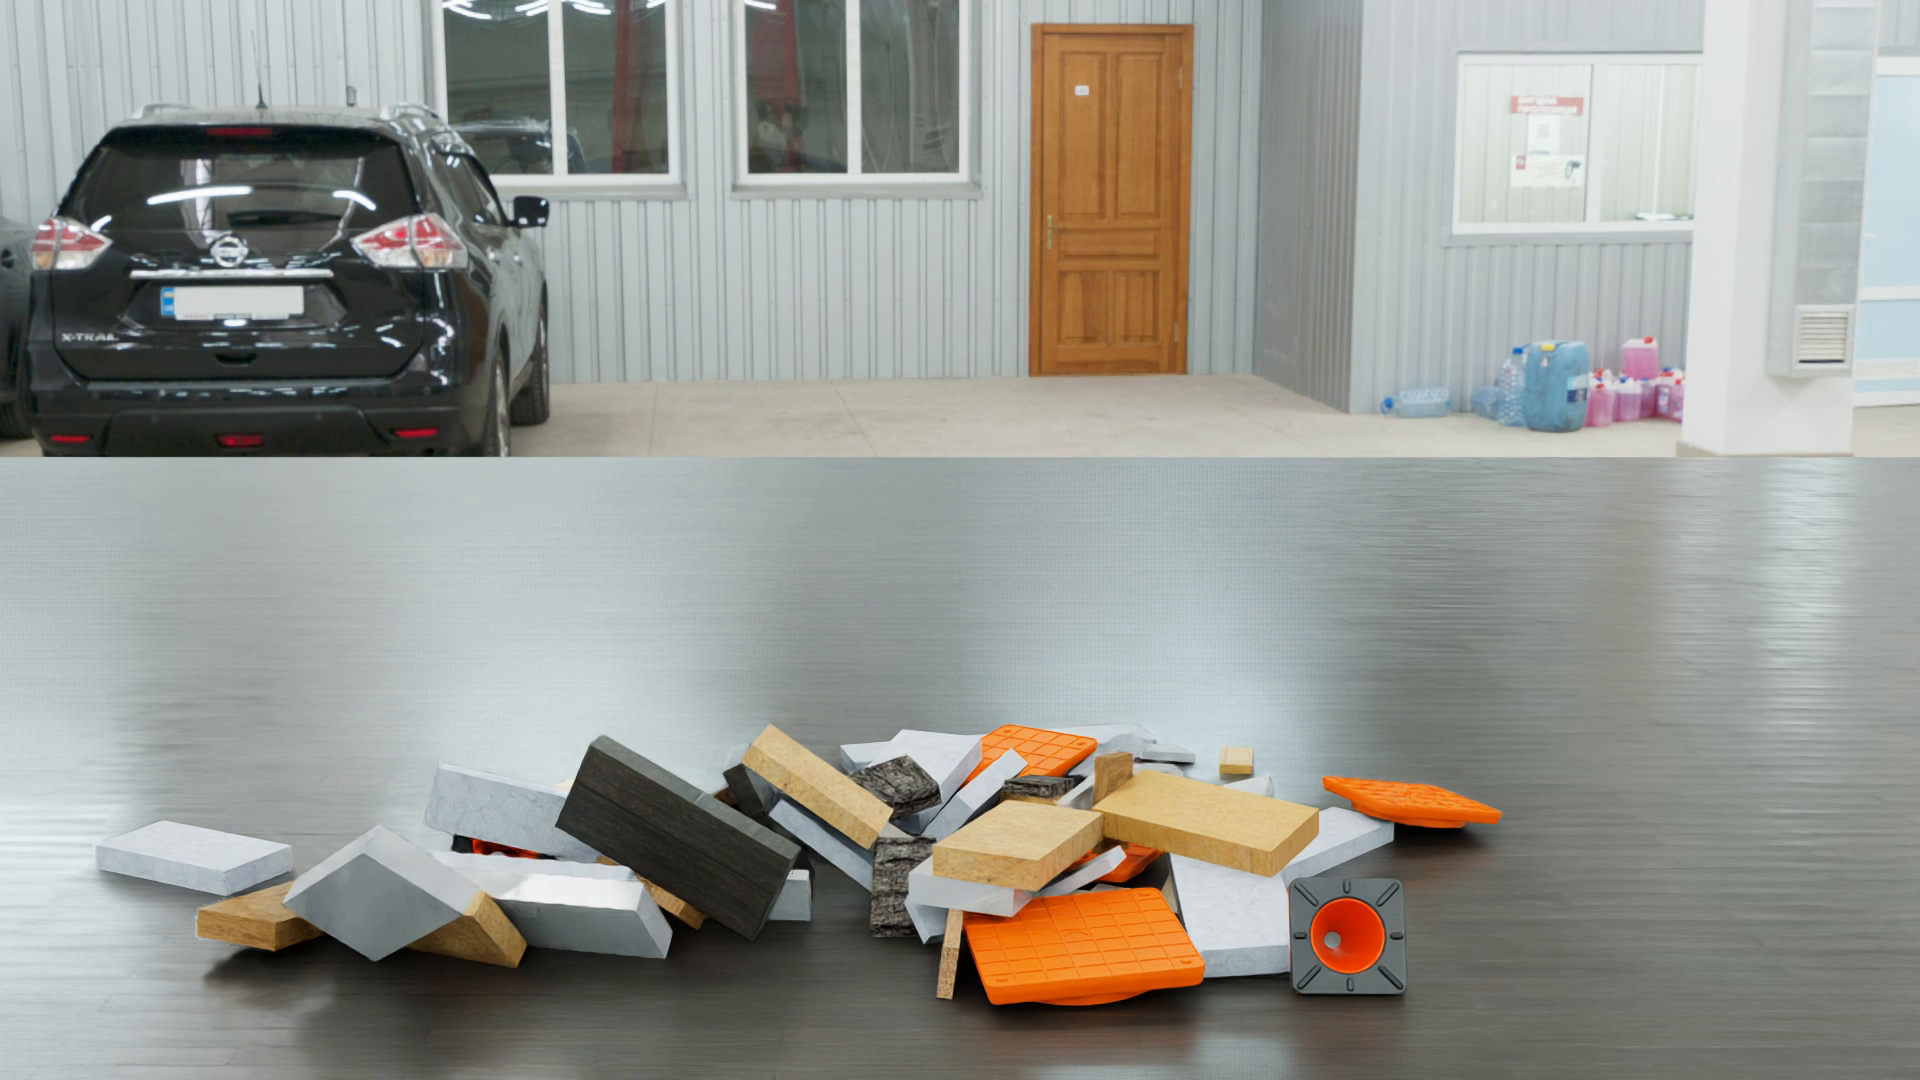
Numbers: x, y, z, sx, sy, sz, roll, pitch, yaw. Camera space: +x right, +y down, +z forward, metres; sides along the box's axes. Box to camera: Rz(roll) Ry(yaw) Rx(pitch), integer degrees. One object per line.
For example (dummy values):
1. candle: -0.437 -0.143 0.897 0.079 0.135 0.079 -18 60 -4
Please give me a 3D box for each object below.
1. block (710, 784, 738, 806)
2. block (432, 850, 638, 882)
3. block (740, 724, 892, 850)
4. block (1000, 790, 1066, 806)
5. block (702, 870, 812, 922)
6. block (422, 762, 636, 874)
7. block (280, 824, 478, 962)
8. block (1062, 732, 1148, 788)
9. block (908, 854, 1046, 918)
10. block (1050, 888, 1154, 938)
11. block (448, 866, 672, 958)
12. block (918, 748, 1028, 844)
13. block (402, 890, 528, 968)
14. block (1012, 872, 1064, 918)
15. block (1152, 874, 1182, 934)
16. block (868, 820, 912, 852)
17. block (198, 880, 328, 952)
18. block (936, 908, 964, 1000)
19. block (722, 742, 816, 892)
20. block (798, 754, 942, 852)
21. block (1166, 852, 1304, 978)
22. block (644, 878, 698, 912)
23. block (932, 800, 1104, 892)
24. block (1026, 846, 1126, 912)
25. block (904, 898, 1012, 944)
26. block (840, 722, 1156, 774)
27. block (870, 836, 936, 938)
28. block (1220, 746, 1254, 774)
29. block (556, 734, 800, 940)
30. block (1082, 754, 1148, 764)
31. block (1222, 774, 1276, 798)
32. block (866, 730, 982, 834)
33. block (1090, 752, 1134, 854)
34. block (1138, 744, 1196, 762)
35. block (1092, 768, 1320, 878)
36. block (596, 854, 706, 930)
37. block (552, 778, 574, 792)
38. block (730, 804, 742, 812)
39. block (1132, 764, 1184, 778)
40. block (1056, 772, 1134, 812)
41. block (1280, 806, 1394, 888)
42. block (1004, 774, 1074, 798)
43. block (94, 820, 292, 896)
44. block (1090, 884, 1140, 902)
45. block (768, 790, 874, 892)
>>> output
1. block: -0.435 0.467 3.900 0.230 0.033 0.115 -32 1 20
2. block: -0.651 0.557 3.440 0.326 0.163 0.046 3 55 13
3. block: -0.234 0.405 3.622 0.252 0.036 0.126 35 14 1
4. block: 0.247 0.480 3.943 0.329 0.043 0.151 5 -1 -36
5. block: -0.328 0.569 3.535 0.175 0.087 0.025 1 33 5
6. block: -0.627 0.476 3.633 0.496 0.104 0.029 14 10 -11
7. block: -0.856 0.523 3.229 0.168 0.048 0.337 37 -38 -19
8. block: 0.270 0.416 4.119 0.129 0.036 0.257 -37 -3 -8
9. block: 0.062 0.521 3.550 0.168 0.048 0.402 5 7 17
10. block: 0.226 0.592 3.493 0.146 0.021 0.073 8 24 25
11. block: -0.620 0.570 3.366 0.326 0.163 0.046 3 55 13
12. block: 0.014 0.474 3.899 0.043 0.151 0.302 42 21 8
13. block: -0.827 0.574 3.361 0.304 0.152 0.043 5 52 24
14. block: 0.108 0.576 3.577 0.146 0.021 0.073 -2 43 -22
15. block: 0.406 0.563 3.588 0.128 0.036 0.257 2 21 18
16. block: -0.104 0.518 3.691 0.199 0.028 0.099 34 10 -4
17. block: -1.041 0.585 3.491 0.152 0.043 0.304 5 6 24
18. block: -0.014 0.618 3.292 0.023 0.080 0.159 8 11 1
19. block: -0.315 0.471 3.645 0.036 0.252 0.126 -24 9 6
20. block: -0.201 0.476 3.948 0.302 0.043 0.151 -18 21 -18
21. block: 0.425 0.546 3.507 0.166 0.047 0.488 -4 20 1
22. block: -0.423 0.550 3.605 0.208 0.104 0.029 -2 -25 -12
23. block: 0.097 0.482 3.494 0.168 0.048 0.337 5 8 20
24. block: 0.183 0.539 3.500 0.159 0.023 0.080 -31 -4 20
25. block: -0.002 0.588 3.473 0.159 0.023 0.080 -3 49 -34
26. block: 0.079 0.426 4.450 0.629 0.036 0.129 -3 11 -16
27. block: -0.090 0.557 3.540 0.099 0.028 0.199 -1 35 2
28. block: 0.555 0.442 4.415 0.064 0.018 0.128 2 11 8
29. block: -0.443 0.465 3.447 0.364 0.163 0.046 29 23 7
30. block: 0.309 0.447 4.390 0.128 0.018 0.064 0 11 0
31. block: 0.497 0.493 3.995 0.128 0.036 0.256 -15 7 14
32. block: -0.093 0.452 4.149 0.166 0.047 0.332 4 20 20
33. block: 0.257 0.445 3.717 0.023 0.164 0.082 5 5 36
34. block: 0.404 0.428 4.426 0.128 0.018 0.064 7 6 -28
35. block: 0.402 0.462 3.608 0.332 0.047 0.166 10 24 35
36. block: -0.495 0.561 3.502 0.175 0.025 0.087 24 -15 25
37. block: -0.669 0.492 4.107 0.230 0.033 0.115 6 12 29
38. block: -0.400 0.489 3.935 0.115 0.033 0.230 -36 12 4
39. block: 0.349 0.449 4.169 0.129 0.036 0.257 1 -2 1
40. block: 0.240 0.449 3.805 0.164 0.082 0.023 -32 26 -34
41. block: 0.587 0.542 3.830 0.128 0.036 0.423 10 14 42
42. block: 0.141 0.438 3.919 0.082 0.023 0.164 4 -1 18
43. block: -1.320 0.546 3.788 0.304 0.043 0.152 5 12 27
44. block: 0.232 0.596 3.579 0.073 0.021 0.146 5 12 25
45. block: -0.200 0.500 3.654 0.252 0.036 0.126 37 9 -5
